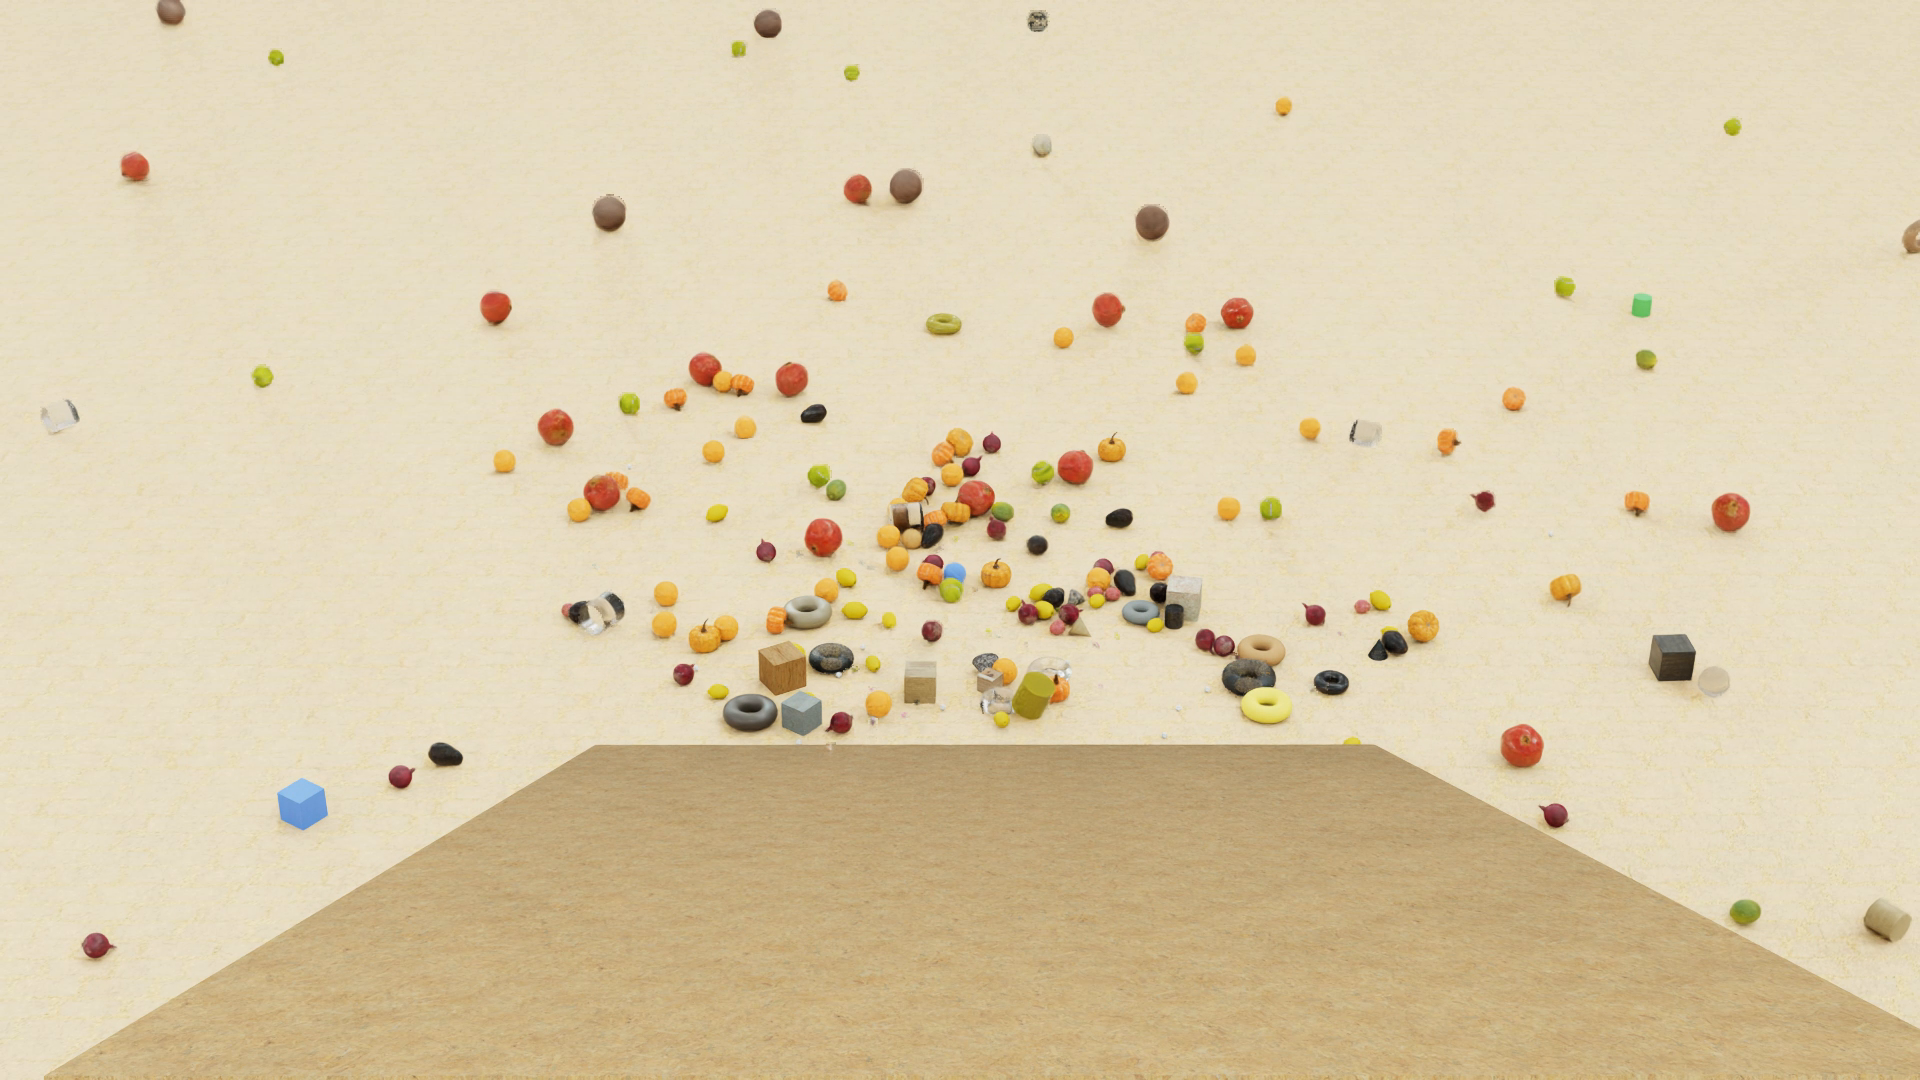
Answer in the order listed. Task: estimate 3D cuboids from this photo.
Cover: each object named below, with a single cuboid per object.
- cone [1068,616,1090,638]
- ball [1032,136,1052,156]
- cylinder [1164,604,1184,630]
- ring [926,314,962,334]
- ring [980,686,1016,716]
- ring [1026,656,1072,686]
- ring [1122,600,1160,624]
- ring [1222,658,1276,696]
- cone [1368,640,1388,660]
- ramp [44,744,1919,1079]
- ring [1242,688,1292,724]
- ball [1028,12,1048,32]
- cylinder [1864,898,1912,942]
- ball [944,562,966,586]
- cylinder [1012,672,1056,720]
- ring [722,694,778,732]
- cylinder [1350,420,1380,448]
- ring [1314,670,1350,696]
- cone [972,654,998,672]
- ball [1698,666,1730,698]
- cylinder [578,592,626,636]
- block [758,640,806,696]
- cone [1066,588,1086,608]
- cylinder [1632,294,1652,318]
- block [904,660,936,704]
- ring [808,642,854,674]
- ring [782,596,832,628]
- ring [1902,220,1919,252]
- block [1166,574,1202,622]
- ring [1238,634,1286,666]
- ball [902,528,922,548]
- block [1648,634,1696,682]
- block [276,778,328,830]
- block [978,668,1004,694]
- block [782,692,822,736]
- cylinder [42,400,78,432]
[{"bbox_3d":[0.345,0.255,7.270,0.060,0.060,0.060,44,41,5],"label":"cone"},{"bbox_3d":[0.336,-1.611,10.564,0.081,0.081,0.081,0,29,0],"label":"ball"},{"bbox_3d":[0.605,0.217,7.312,0.053,0.053,0.053,0,29,0],"label":"cylinder"},{"bbox_3d":[-0.056,-0.758,9.072,0.128,0.043,0.128,1,29,-1],"label":"ring"},{"bbox_3d":[0.107,0.433,6.940,0.111,0.037,0.111,0,32,0],"label":"ring"},{"bbox_3d":[0.244,0.360,7.067,0.123,0.041,0.123,-1,30,0],"label":"ring"},{"bbox_3d":[0.514,0.206,7.349,0.109,0.036,0.109,1,28,0],"label":"ring"},{"bbox_3d":[0.786,0.375,7.033,0.149,0.050,0.149,0,30,0],"label":"ring"},{"bbox_3d":[1.160,0.297,7.166,0.056,0.056,0.056,0,29,0],"label":"cone"},{"bbox_3d":[0.065,0.585,4.634,2.000,0.100,4.000,0,0,0],"label":"ramp"},{"bbox_3d":[0.821,0.442,6.916,0.138,0.046,0.138,-1,30,0],"label":"ring"},{"bbox_3d":[0.359,-2.396,11.957,0.096,0.096,0.096,0,29,0],"label":"ball"},{"bbox_3d":[2.179,0.894,6.075,0.074,0.074,0.074,-19,35,-31],"label":"cylinder"},{"bbox_3d":[-0.015,0.099,7.510,0.066,0.066,0.066,0,29,0],"label":"ball"},{"bbox_3d":[0.195,0.414,6.889,0.091,0.091,0.091,15,40,-13],"label":"cylinder"},{"bbox_3d":[-0.558,0.459,6.882,0.148,0.049,0.148,1,28,-1],"label":"ring"},{"bbox_3d":[1.298,-0.338,8.284,0.077,0.077,0.077,14,32,24],"label":"cylinder"},{"bbox_3d":[1.009,0.387,7.027,0.098,0.033,0.098,1,30,0],"label":"ring"},{"bbox_3d":[0.076,0.361,7.074,0.075,0.075,0.075,-5,56,-9],"label":"cone"},{"bbox_3d":[2.036,0.383,6.983,0.083,0.083,0.083,0,29,0],"label":"ball"},{"bbox_3d":[-1.009,0.207,7.290,0.093,0.093,0.093,18,34,29],"label":"cylinder"},{"bbox_3d":[-0.483,0.348,7.032,0.096,0.096,0.096,-16,33,-27],"label":"block"},{"bbox_3d":[0.321,0.178,7.411,0.054,0.054,0.054,26,65,38],"label":"cone"},{"bbox_3d":[2.422,-0.834,9.185,0.065,0.065,0.065,0,29,0],"label":"cylinder"},{"bbox_3d":[-0.106,0.384,6.980,0.084,0.084,0.084,1,29,2],"label":"block"},{"bbox_3d":[-0.355,0.326,7.128,0.127,0.042,0.127,1,29,-1],"label":"ring"},{"bbox_3d":[-0.434,0.205,7.339,0.143,0.048,0.143,-1,29,1],"label":"ring"},{"bbox_3d":[3.588,-1.137,9.655,0.144,0.144,0.048,-5,45,-10],"label":"ring"},{"bbox_3d":[0.638,0.166,7.362,0.093,0.093,0.093,5,30,9],"label":"block"},{"bbox_3d":[0.835,0.306,7.161,0.134,0.045,0.134,1,29,-1],"label":"ring"},{"bbox_3d":[-0.145,-0.005,7.702,0.060,0.060,0.060,0,29,0],"label":"ball"},{"bbox_3d":[1.950,0.322,7.082,0.093,0.093,0.093,-2,29,-3],"label":"block"},{"bbox_3d":[-1.648,0.662,6.483,0.082,0.082,0.082,19,34,31],"label":"block"},{"bbox_3d":[0.082,0.385,7.012,0.051,0.051,0.051,20,35,32],"label":"block"},{"bbox_3d":[-0.419,0.460,6.852,0.076,0.076,0.076,21,35,32],"label":"block"},{"bbox_3d":[-2.920,-0.402,8.389,0.085,0.085,0.085,25,37,37],"label":"cylinder"}]
